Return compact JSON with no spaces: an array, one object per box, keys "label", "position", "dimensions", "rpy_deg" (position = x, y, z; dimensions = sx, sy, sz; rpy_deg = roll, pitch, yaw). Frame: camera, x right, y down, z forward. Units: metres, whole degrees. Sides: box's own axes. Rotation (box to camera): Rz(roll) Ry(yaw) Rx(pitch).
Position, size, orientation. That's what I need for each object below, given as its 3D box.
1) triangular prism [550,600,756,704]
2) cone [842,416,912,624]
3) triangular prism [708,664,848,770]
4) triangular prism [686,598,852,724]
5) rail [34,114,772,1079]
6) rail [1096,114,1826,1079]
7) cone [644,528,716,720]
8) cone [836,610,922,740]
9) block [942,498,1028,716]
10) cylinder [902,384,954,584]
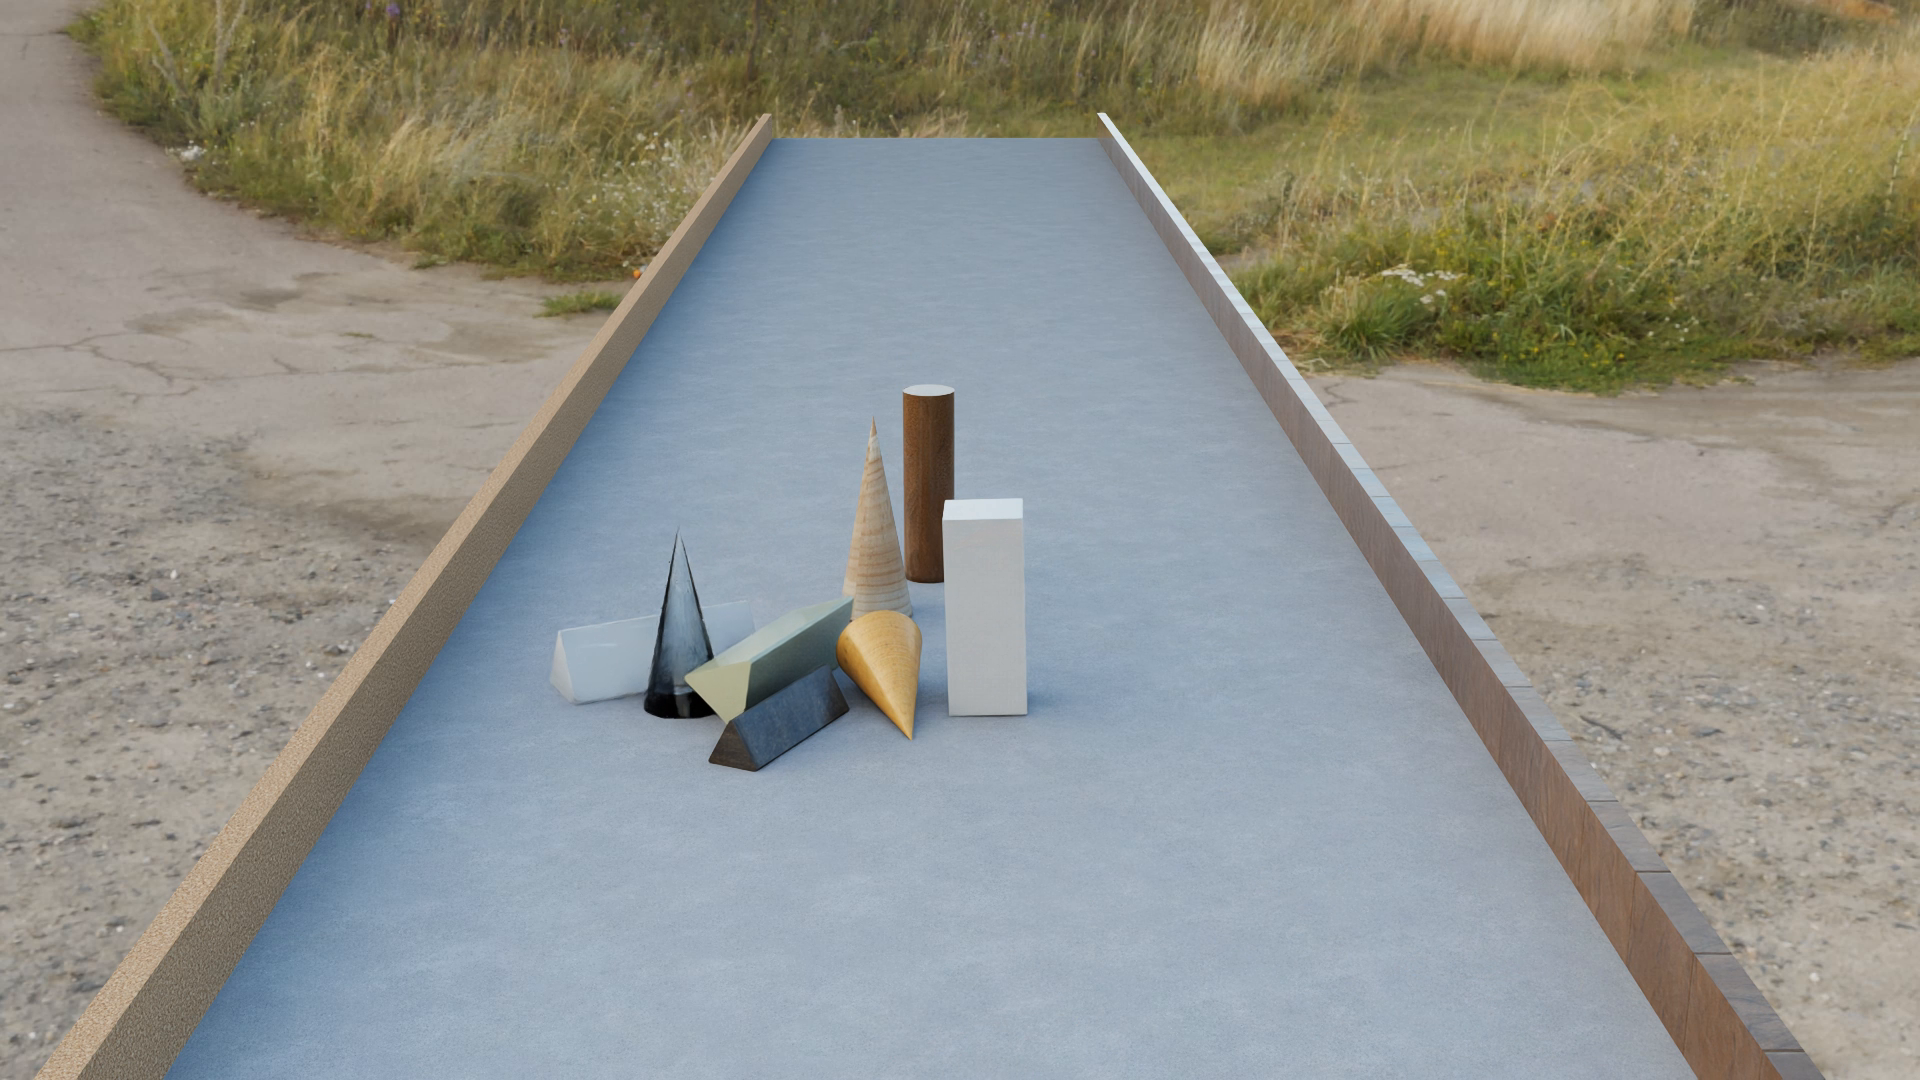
[{"label":"triangular prism","position":[-0.592,0.207,4.297],"dimensions":[0.390,0.127,0.147],"rpy_deg":[-9,19,-28]},{"label":"cone","position":[-0.180,-0.050,4.628],"dimensions":[0.160,0.438,0.160],"rpy_deg":[0,17,0]},{"label":"triangular prism","position":[-0.327,0.316,4.007],"dimensions":[0.099,0.086,0.333],"rpy_deg":[8,18,25]},{"label":"triangular prism","position":[-0.333,0.208,4.186],"dimensions":[0.147,0.127,0.416],"rpy_deg":[45,28,7]},{"label":"rail","position":[-1.118,-0.838,7.780],"dimensions":[0.050,0.150,12.000],"rpy_deg":[0,17,-1]},{"label":"rail","position":[0.932,-0.844,7.801],"dimensions":[0.050,0.150,12.000],"rpy_deg":[0,17,-1]},{"label":"cone","position":[-0.522,0.142,4.125],"dimensions":[0.157,0.355,0.157],"rpy_deg":[0,17,0]},{"label":"cone","position":[-0.122,0.286,4.119],"dimensions":[0.171,0.171,0.304],"rpy_deg":[-4,33,-13]},{"label":"block","position":[0.049,0.125,4.129],"dimensions":[0.146,0.379,0.146],"rpy_deg":[-1,15,2]},{"label":"cylinder","position":[-0.069,-0.124,4.894],"dimensions":[0.114,0.428,0.114],"rpy_deg":[0,17,0]}]
